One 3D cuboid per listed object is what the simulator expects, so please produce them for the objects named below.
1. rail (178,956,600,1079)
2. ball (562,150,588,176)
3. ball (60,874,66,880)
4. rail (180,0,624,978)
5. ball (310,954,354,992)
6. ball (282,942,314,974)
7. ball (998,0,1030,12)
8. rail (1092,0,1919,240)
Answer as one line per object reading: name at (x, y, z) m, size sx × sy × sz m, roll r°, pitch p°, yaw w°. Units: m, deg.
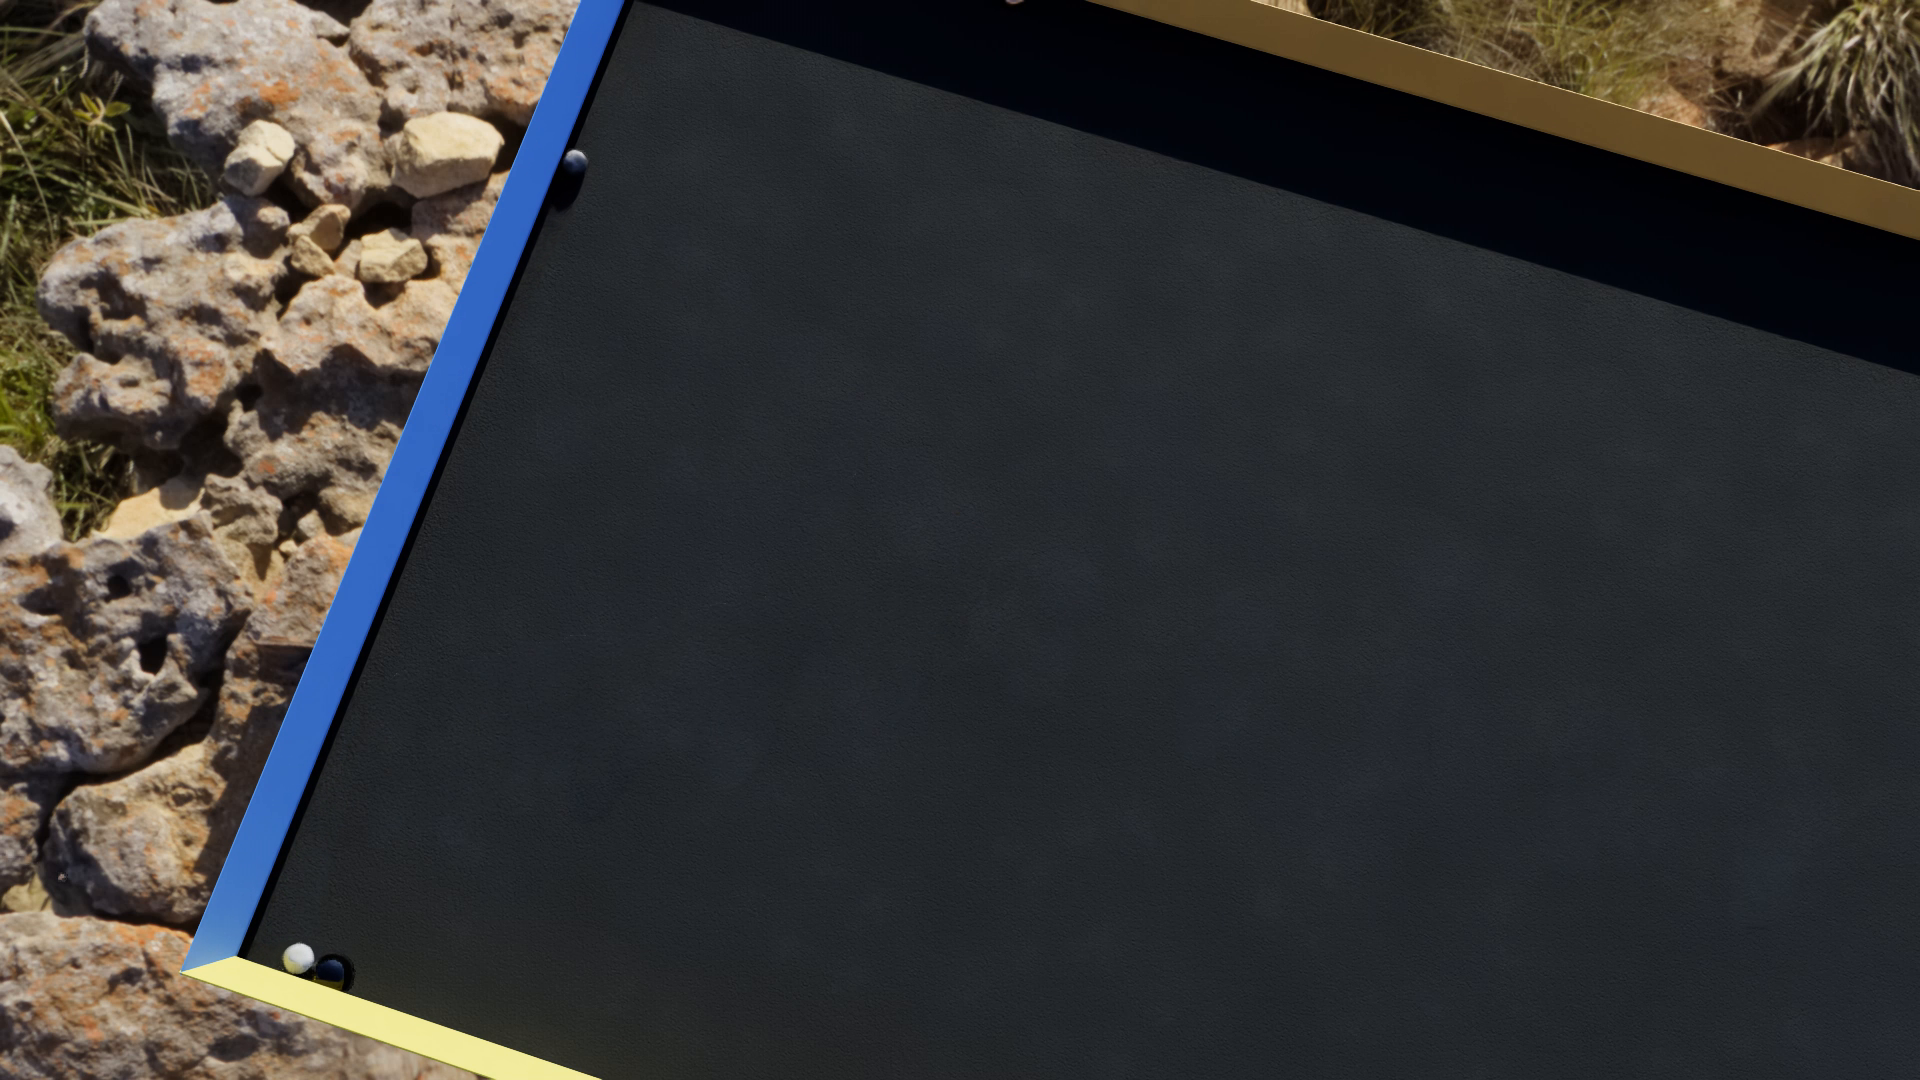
rail at (0.512, 1.103, 3.019) m, size 3.369 × 0.126 × 0.045 m, roll 17°, pitch 75°, yaw 5°
ball at (-0.621, -0.608, 3.546) m, size 0.041 × 0.041 × 0.041 m, roll 0°, pitch 74°, yaw 0°
ball at (-14.472, 5.438, 35.469) m, size 0.097 × 0.097 × 0.097 m, roll 0°, pitch 74°, yaw 0°
rail at (-0.779, -0.253, 3.400) m, size 0.045 × 0.126 × 1.936 m, roll 17°, pitch 75°, yaw 5°
ball at (-0.910, 0.631, 3.186) m, size 0.062 × 0.062 × 0.062 m, roll 0°, pitch 74°, yaw 0°
ball at (-0.963, 0.609, 3.201) m, size 0.044 × 0.044 × 0.044 m, roll 0°, pitch 74°, yaw 0°
ball at (0.089, -0.897, 3.621) m, size 0.053 × 0.053 × 0.053 m, roll 0°, pitch 74°, yaw 0°
rail at (1.092, -0.627, 3.505) m, size 3.369 × 0.126 × 0.045 m, roll 17°, pitch 75°, yaw 5°
